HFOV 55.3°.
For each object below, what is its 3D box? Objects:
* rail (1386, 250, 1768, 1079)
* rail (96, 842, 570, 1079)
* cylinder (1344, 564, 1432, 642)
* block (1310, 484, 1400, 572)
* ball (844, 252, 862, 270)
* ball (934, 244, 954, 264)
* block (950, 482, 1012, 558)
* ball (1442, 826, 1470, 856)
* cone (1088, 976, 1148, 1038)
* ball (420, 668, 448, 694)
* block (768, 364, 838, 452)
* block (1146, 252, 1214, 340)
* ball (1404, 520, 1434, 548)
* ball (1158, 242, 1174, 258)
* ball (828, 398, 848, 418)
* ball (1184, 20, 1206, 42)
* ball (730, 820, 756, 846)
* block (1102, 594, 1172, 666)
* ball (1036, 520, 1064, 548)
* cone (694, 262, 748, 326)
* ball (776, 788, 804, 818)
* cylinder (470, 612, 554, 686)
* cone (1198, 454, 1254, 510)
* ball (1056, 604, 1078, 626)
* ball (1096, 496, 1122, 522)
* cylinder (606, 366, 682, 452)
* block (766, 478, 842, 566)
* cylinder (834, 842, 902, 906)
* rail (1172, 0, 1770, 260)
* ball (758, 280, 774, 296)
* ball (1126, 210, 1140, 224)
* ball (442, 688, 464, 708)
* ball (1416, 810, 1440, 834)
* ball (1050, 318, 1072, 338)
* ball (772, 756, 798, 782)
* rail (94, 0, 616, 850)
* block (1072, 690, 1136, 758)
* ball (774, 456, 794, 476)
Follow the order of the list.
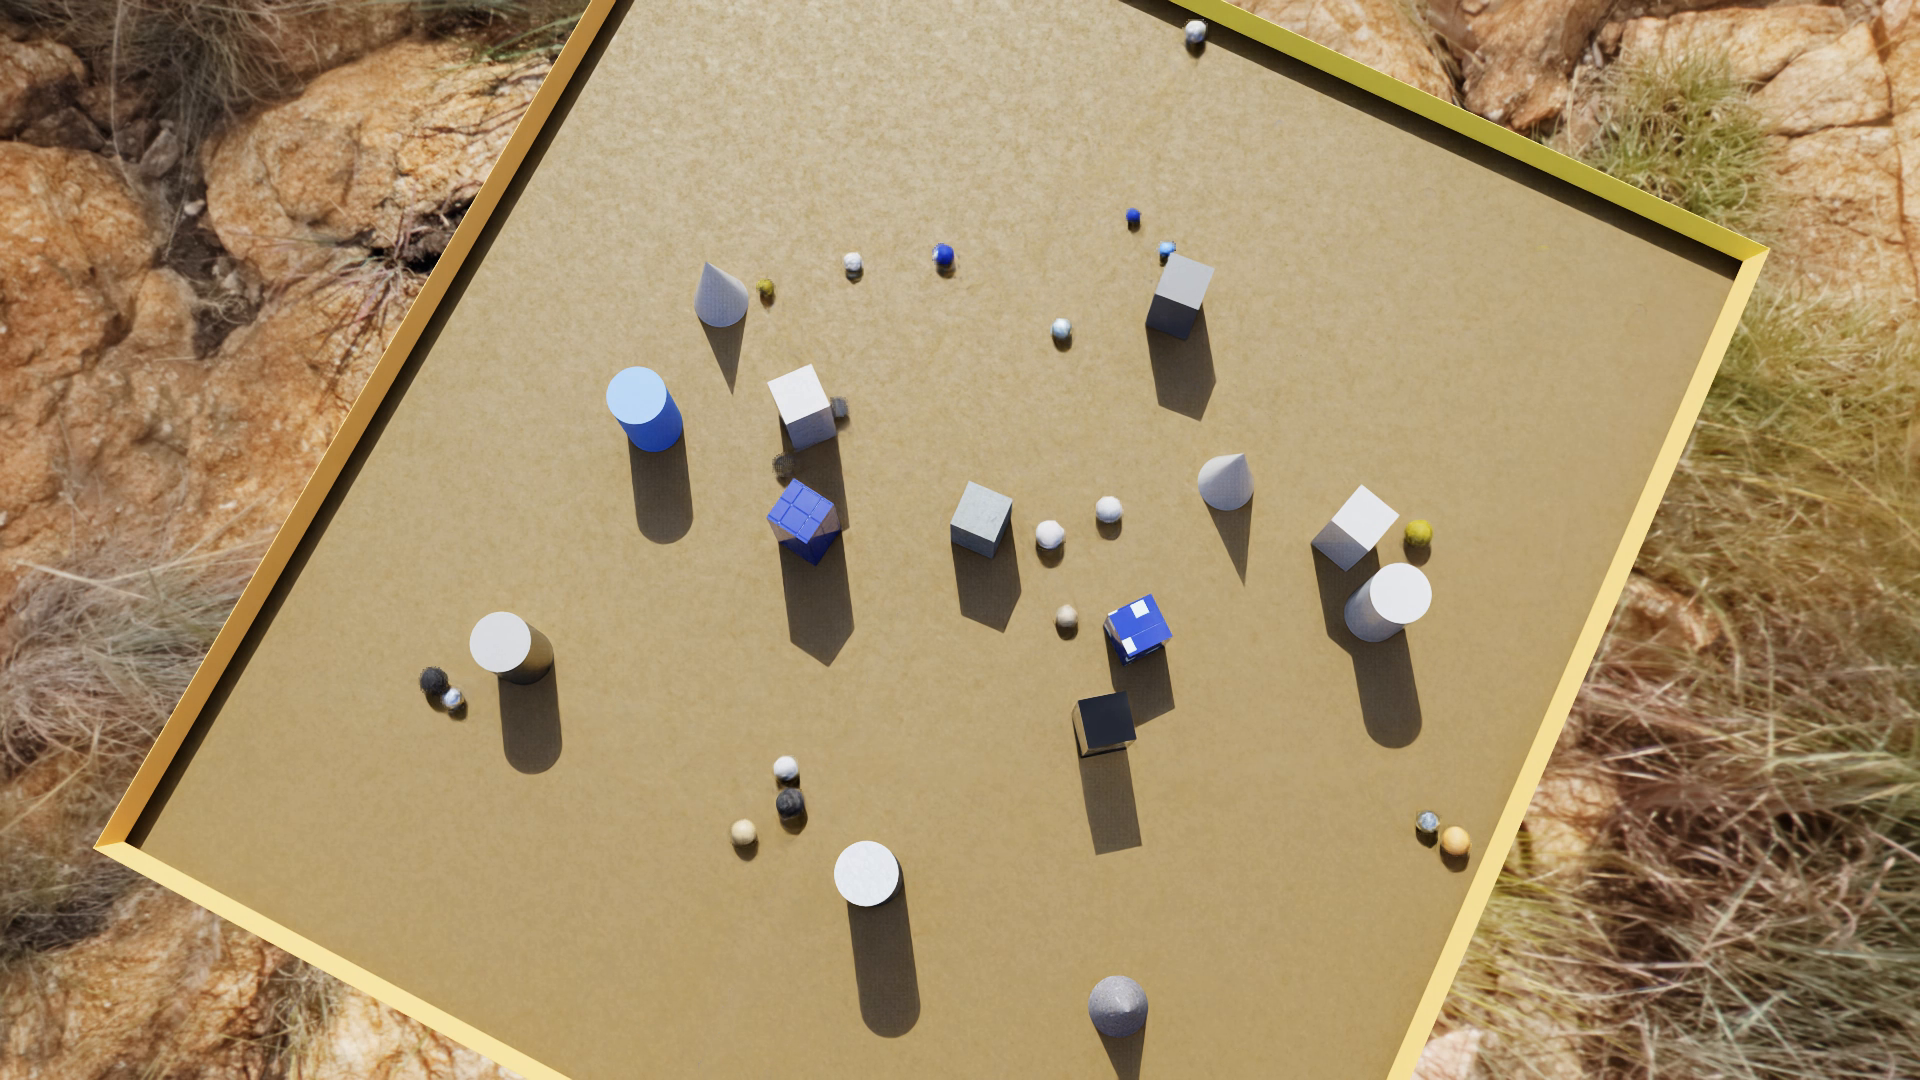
[{"bbox_3d":[1.623,0.801,5.392,0.045,0.114,3.892,26,80,5],"label":"rail"},{"bbox_3d":[-0.860,1.690,5.208,3.677,0.114,0.045,26,80,5],"label":"rail"},{"bbox_3d":[1.255,0.188,5.393,0.175,0.361,0.175,0,78,0],"label":"cylinder"},{"bbox_3d":[1.172,-0.032,5.457,0.140,0.325,0.140,40,81,8],"label":"block"},{"bbox_3d":[-0.337,-0.876,5.768,0.058,0.058,0.058,0,78,0],"label":"ball"},{"bbox_3d":[-0.049,-0.898,5.769,0.064,0.064,0.064,0,78,0],"label":"ball"},{"bbox_3d":[0.063,-0.058,5.497,0.140,0.257,0.140,23,79,5],"label":"block"},{"bbox_3d":[1.459,0.886,5.390,0.085,0.085,0.085,0,78,0],"label":"ball"},{"bbox_3d":[0.461,1.324,5.173,0.175,0.332,0.175,0,78,0],"label":"cone"},{"bbox_3d":[-1.573,0.422,5.488,0.080,0.080,0.080,0,78,0],"label":"ball"},{"bbox_3d":[-0.472,-0.394,5.528,0.140,0.332,0.140,-24,79,-5],"label":"block"},{"bbox_3d":[0.671,-0.744,5.619,0.140,0.295,0.140,22,79,4],"label":"block"},{"bbox_3d":[1.396,-0.019,5.577,0.085,0.085,0.085,0,78,0],"label":"ball"},{"bbox_3d":[0.651,-0.915,5.780,0.048,0.048,0.048,0,78,0],"label":"ball"},{"bbox_3d":[-0.379,-0.410,5.670,0.061,0.061,0.061,0,78,0],"label":"ball"},{"bbox_3d":[0.761,-1.644,5.920,0.070,0.070,0.070,0,78,0],"label":"ball"},{"bbox_3d":[-0.638,0.861,5.400,0.075,0.075,0.075,0,78,0],"label":"ball"},{"bbox_3d":[0.527,0.270,5.453,0.140,0.210,0.140,-25,79,-5],"label":"block"},{"bbox_3d":[0.272,-0.016,5.575,0.088,0.088,0.088,0,78,0],"label":"ball"},{"bbox_3d":[-0.752,-0.790,5.599,0.175,0.354,0.175,0,78,0],"label":"cone"},{"bbox_3d":[-0.501,0.776,5.413,0.084,0.084,0.084,0,78,0],"label":"ball"},{"bbox_3d":[-1.317,0.322,5.396,0.175,0.300,0.175,0,78,0],"label":"cylinder"},{"bbox_3d":[0.821,-0.213,5.472,0.175,0.368,0.175,0,78,0],"label":"cone"},{"bbox_3d":[0.320,0.229,5.535,0.067,0.067,0.067,0,78,0],"label":"ball"},{"bbox_3d":[0.453,-0.093,5.594,0.081,0.081,0.081,0,78,0],"label":"ball"},{"bbox_3d":[-0.948,-0.391,5.530,0.175,0.326,0.175,0,78,0],"label":"cylinder"},{"bbox_3d":[-0.461,-0.049,5.448,0.140,0.348,0.140,33,80,6],"label":"block"},{"bbox_3d":[-0.256,0.952,5.206,0.175,0.418,0.175,0,78,0],"label":"cylinder"},{"bbox_3d":[0.860,-1.678,5.904,3.677,0.114,0.045,26,80,5],"label":"rail"},{"bbox_3d":[-0.610,-0.791,5.755,0.049,0.049,0.049,0,78,0],"label":"ball"},{"bbox_3d":[0.550,-1.025,5.805,0.044,0.044,0.044,0,78,0],"label":"ball"},{"bbox_3d":[-1.516,0.472,5.486,0.064,0.064,0.064,0,78,0],"label":"ball"},{"bbox_3d":[1.381,0.830,5.409,0.069,0.069,0.069,0,78,0],"label":"ball"},{"bbox_3d":[0.316,-0.661,5.720,0.064,0.064,0.064,0,78,0],"label":"ball"},{"bbox_3d":[-0.519,0.679,5.439,0.073,0.073,0.073,0,78,0],"label":"ball"},{"bbox_3d":[-1.623,-0.789,5.720,0.045,0.114,3.892,26,80,5],"label":"rail"},{"bbox_3d":[0.417,0.541,5.341,0.140,0.320,0.140,-11,79,-2],"label":"block"},{"bbox_3d":[-0.542,-0.228,5.633,0.060,0.060,0.060,0,78,0],"label":"ball"}]
